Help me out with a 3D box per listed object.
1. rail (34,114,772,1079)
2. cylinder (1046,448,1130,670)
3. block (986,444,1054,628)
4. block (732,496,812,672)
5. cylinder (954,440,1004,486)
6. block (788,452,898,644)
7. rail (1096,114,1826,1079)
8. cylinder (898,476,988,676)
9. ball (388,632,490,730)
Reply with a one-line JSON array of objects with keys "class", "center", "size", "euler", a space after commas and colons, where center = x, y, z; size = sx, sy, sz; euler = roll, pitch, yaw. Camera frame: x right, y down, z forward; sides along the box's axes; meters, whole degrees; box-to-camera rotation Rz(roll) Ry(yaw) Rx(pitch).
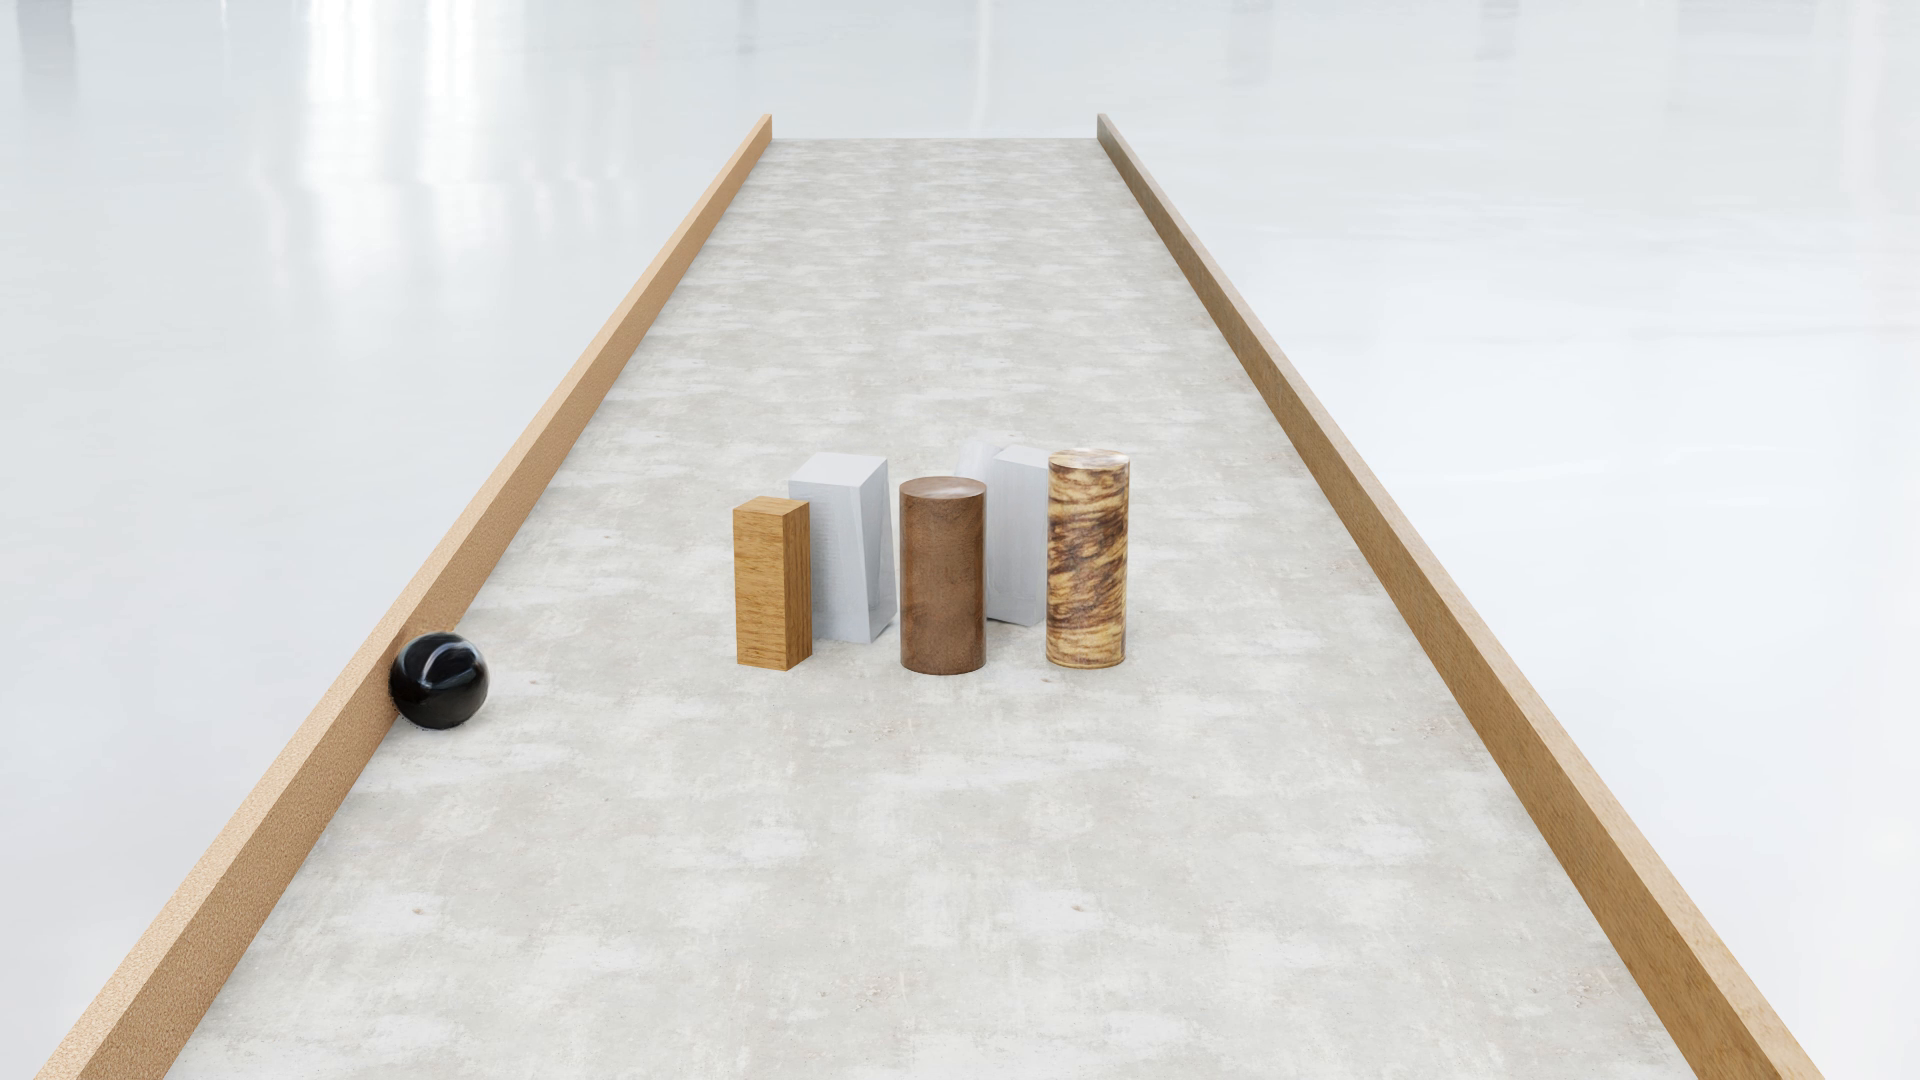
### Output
[{"class": "rail", "center": [-1.118, -0.838, 7.780], "size": [0.050, 0.150, 12.000], "euler": [0, 17, -1]}, {"class": "cylinder", "center": [0.254, 0.037, 4.380], "size": [0.162, 0.412, 0.162], "euler": [0, 17, 0]}, {"class": "block", "center": [0.133, -0.010, 4.633], "size": [0.127, 0.347, 0.127], "euler": [12, 20, 19]}, {"class": "block", "center": [-0.372, 0.086, 4.375], "size": [0.111, 0.321, 0.111], "euler": [7, 18, 23]}, {"class": "cylinder", "center": [0.008, -0.018, 4.627], "size": [0.102, 0.373, 0.102], "euler": [14, -8, 2]}, {"class": "block", "center": [-0.239, 0.015, 4.526], "size": [0.155, 0.351, 0.155], "euler": [6, 26, 19]}, {"class": "rail", "center": [0.932, -0.844, 7.801], "size": [0.050, 0.150, 12.000], "euler": [0, 17, -1]}, {"class": "cylinder", "center": [-0.033, 0.070, 4.361], "size": [0.174, 0.360, 0.174], "euler": [0, 17, 0]}, {"class": "ball", "center": [-0.956, 0.258, 4.041], "size": [0.181, 0.181, 0.181], "euler": [0, 17, 0]}]
